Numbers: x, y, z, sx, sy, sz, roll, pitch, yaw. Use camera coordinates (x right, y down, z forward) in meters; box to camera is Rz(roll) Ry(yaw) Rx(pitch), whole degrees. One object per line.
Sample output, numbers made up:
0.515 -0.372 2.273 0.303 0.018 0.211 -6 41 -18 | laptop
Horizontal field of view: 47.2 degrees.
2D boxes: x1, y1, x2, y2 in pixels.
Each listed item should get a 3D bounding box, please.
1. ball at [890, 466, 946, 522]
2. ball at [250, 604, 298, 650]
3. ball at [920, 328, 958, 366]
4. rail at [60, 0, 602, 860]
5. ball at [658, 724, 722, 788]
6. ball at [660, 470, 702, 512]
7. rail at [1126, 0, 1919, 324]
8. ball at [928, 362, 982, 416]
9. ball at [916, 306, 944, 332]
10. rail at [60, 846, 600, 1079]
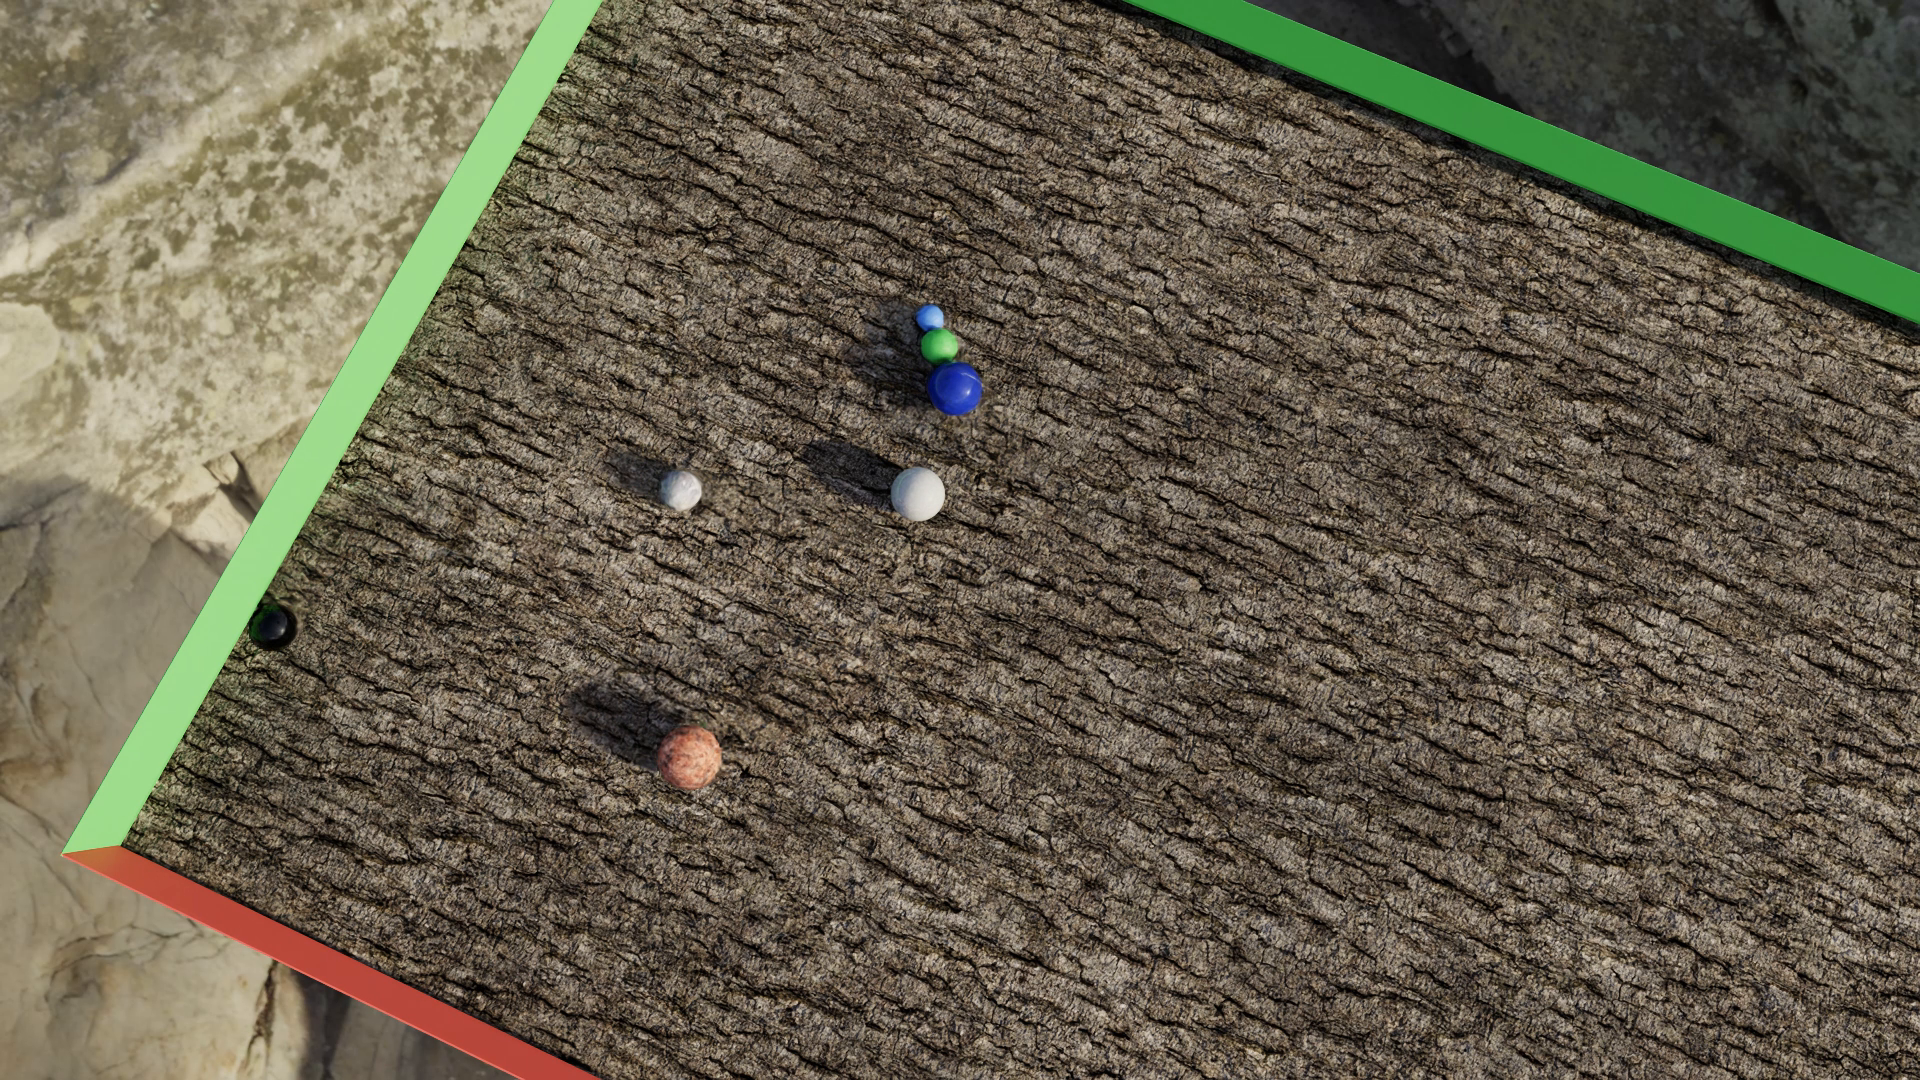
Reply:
-0.065 -0.070 3.386 0.084 0.084 0.084 0 74 0 | ball
-1.040 0.131 3.333 0.071 0.071 0.071 0 74 0 | ball
-0.033 -0.304 3.469 0.058 0.058 0.058 0 74 0 | ball
-0.853 -0.385 3.458 0.045 0.122 1.981 24 75 7 | rail
-0.401 0.322 3.265 0.094 0.094 0.094 0 74 0 | ball
-0.431 -0.076 3.398 0.063 0.063 0.063 0 74 0 | ball
1.279 -0.462 3.481 3.852 0.122 0.045 24 75 7 | rail
-0.007 -0.236 3.434 0.086 0.086 0.086 0 74 0 | ball
-0.047 -0.351 3.490 0.044 0.044 0.044 0 74 0 | ball
0.469 1.221 2.983 3.852 0.122 0.045 24 75 7 | rail
